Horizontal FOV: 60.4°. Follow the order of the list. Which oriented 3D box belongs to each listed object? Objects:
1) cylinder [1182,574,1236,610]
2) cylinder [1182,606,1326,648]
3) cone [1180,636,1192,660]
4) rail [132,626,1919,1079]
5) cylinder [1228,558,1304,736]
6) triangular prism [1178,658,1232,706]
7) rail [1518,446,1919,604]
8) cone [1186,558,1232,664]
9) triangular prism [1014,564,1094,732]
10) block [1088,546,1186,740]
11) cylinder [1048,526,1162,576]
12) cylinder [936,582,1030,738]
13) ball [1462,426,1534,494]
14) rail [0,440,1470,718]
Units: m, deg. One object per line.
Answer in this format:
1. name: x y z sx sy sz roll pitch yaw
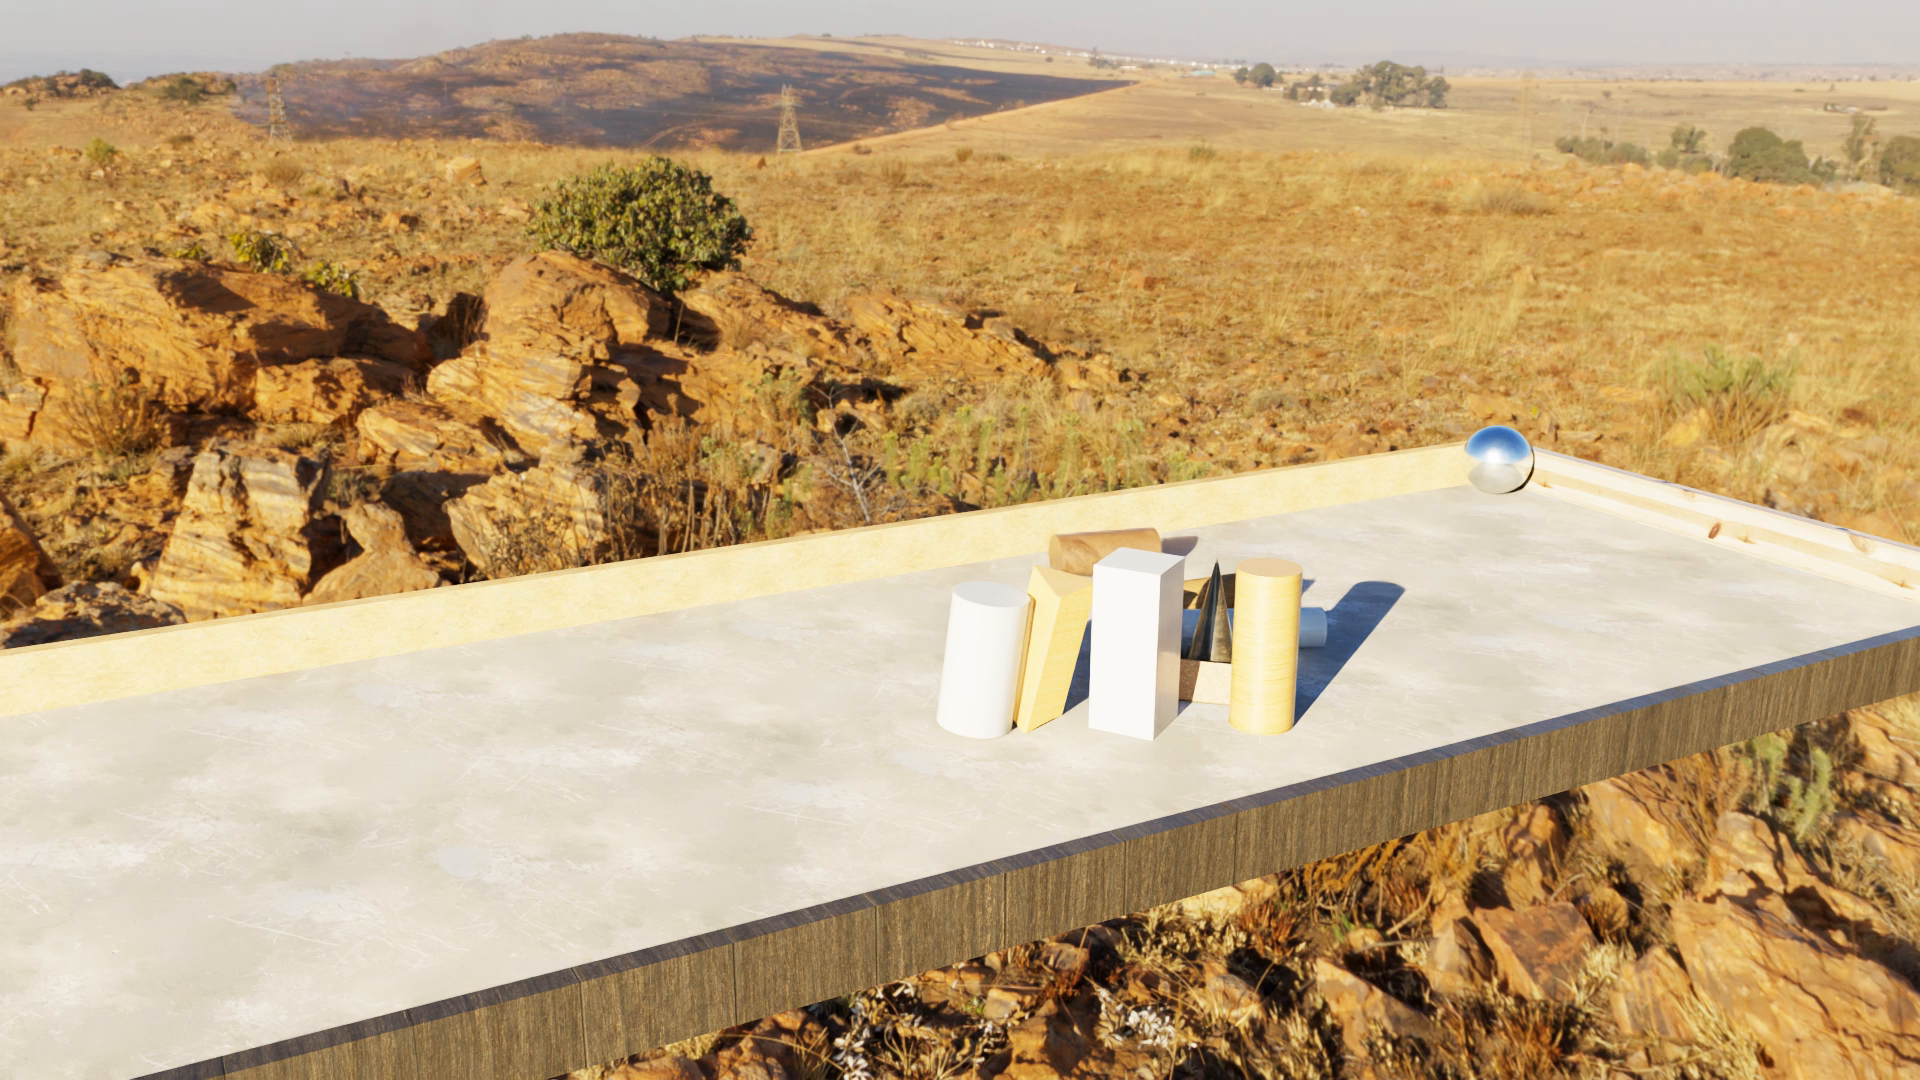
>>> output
1. cylinder: 0.617 0.178 4.511 0.334 0.134 0.134 -7 18 -23
2. cylinder: 0.749 0.234 4.368 0.422 0.107 0.107 -1 16 -3
3. cone: 0.592 0.285 4.282 0.425 0.118 0.118 6 15 -10
4. rail: -2.336 1.006 1.665 12.000 0.150 0.050 -9 18 -27
5. cylinder: 0.709 0.247 3.833 0.152 0.384 0.152 0 16 0
6. triangular prism: 0.590 0.337 4.043 0.374 0.088 0.101 5 17 16
7. rail: 2.466 -0.048 5.253 0.050 0.150 2.100 -9 18 -27
8. cone: 0.635 0.194 4.121 0.147 0.322 0.147 0 17 0
9. triangular prism: 0.184 0.245 3.836 0.128 0.365 0.148 29 30 31
10. block: 0.410 0.239 3.832 0.160 0.399 0.160 9 19 26
11. cylinder: 0.438 0.038 4.984 0.314 0.136 0.136 -4 17 -14
12. cylinder: 0.053 0.276 3.816 0.179 0.319 0.179 7 17 -2
13. ball: 1.921 -0.288 5.902 0.244 0.244 0.244 0 16 0
14. rail: -3.305 0.497 3.399 12.000 0.150 0.050 -9 18 -27
